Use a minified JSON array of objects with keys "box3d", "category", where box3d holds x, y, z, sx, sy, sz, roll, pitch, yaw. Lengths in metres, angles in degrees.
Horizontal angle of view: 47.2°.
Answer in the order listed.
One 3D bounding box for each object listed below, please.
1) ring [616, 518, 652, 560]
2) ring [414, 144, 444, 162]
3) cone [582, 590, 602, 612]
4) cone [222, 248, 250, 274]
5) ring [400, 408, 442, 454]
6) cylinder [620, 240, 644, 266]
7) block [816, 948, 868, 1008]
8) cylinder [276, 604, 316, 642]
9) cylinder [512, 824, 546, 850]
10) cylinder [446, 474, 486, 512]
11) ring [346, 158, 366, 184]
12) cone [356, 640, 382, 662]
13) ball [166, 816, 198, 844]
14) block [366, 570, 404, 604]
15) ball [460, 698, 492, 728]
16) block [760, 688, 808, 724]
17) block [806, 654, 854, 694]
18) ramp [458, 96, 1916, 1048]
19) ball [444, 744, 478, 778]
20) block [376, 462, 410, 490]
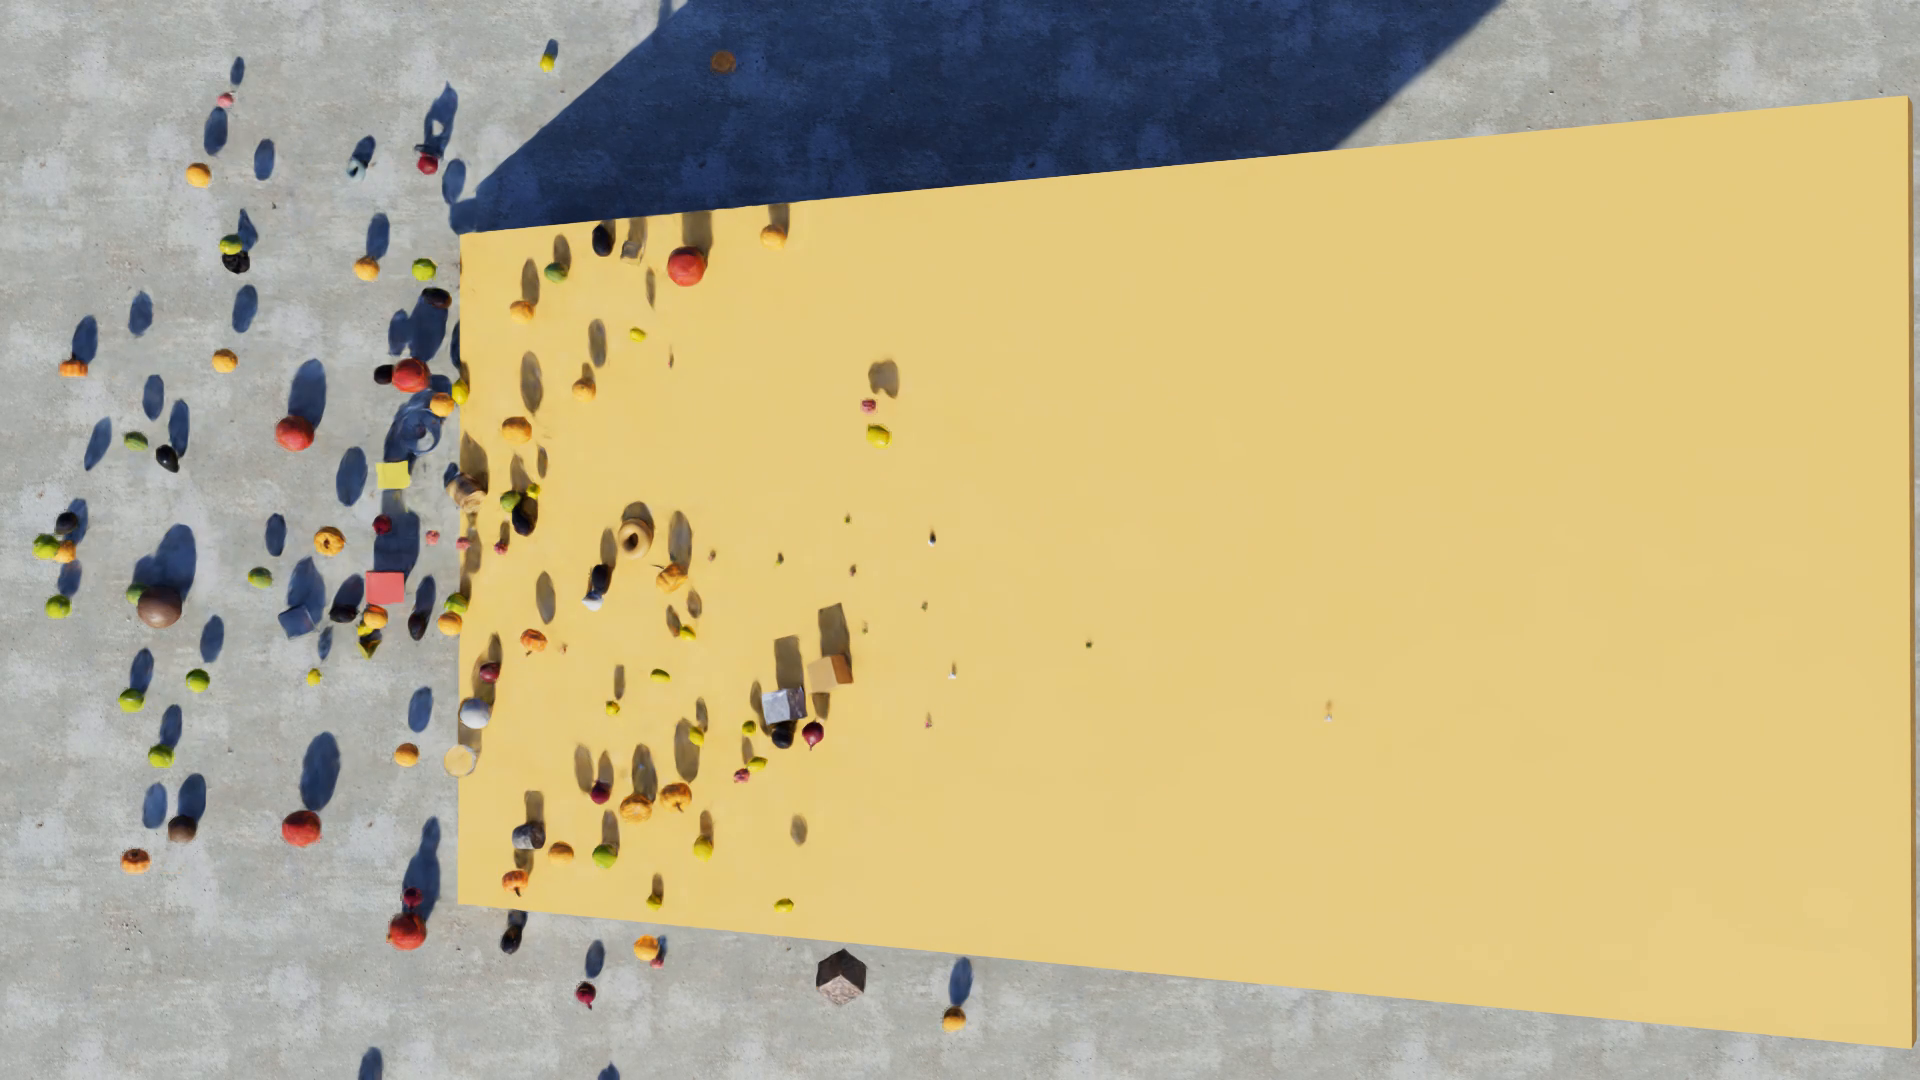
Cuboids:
[{"box3d":[-0.922,-0.002,6.226,0.117,0.039,0.117,0,89,31],"category":"ring"},{"box3d":[-1.598,-1.164,6.618,0.091,0.091,0.030,12,76,0],"category":"ring"},{"box3d":[-1.066,0.173,6.292,0.062,0.062,0.062,0,89,29],"category":"cone"},{"box3d":[-2.195,-0.829,6.635,0.083,0.083,0.083,9,72,-31],"category":"cone"},{"box3d":[-1.624,-0.327,6.623,0.143,0.048,0.143,-1,88,23],"category":"ring"},{"box3d":[-0.928,-0.811,6.222,0.060,0.060,0.060,12,96,0],"category":"cylinder"},{"box3d":[-0.337,1.244,6.248,0.099,0.099,0.099,-33,120,26],"category":"block"},{"box3d":[-1.993,0.250,6.611,0.088,0.088,0.088,-27,89,0],"category":"cylinder"},{"box3d":[-1.252,0.863,6.385,0.070,0.070,0.070,-6,89,29],"category":"cylinder"},{"box3d":[-1.461,-0.140,6.504,0.083,0.083,0.083,42,90,23],"category":"cylinder"},{"box3d":[-1.823,-1.118,6.643,0.080,0.027,0.080,-3,84,36],"category":"ring"},{"box3d":[-1.774,0.321,6.640,0.066,0.066,0.066,-35,89,-27],"category":"cone"},{"box3d":[-2.337,0.870,6.607,0.086,0.086,0.086,0,89,0],"category":"ball"},{"box3d":[-1.725,0.142,6.592,0.094,0.094,0.094,-1,92,-26],"category":"block"},{"box3d":[-1.425,0.511,6.474,0.090,0.090,0.090,0,89,0],"category":"ball"},{"box3d":[-0.475,0.448,5.946,0.082,0.082,0.082,-14,83,28],"category":"block"},{"box3d":[-0.348,0.358,5.877,0.080,0.080,0.080,-20,80,28],"category":"block"},{"box3d":[0.272,0.076,5.635,4.000,0.100,2.000,0,89,29],"category":"ramp"},{"box3d":[-1.476,0.653,6.496,0.099,0.099,0.099,0,89,0],"category":"ball"},{"box3d":[-1.704,-0.194,6.607,0.077,0.077,0.077,-4,91,-28],"category":"block"}]
